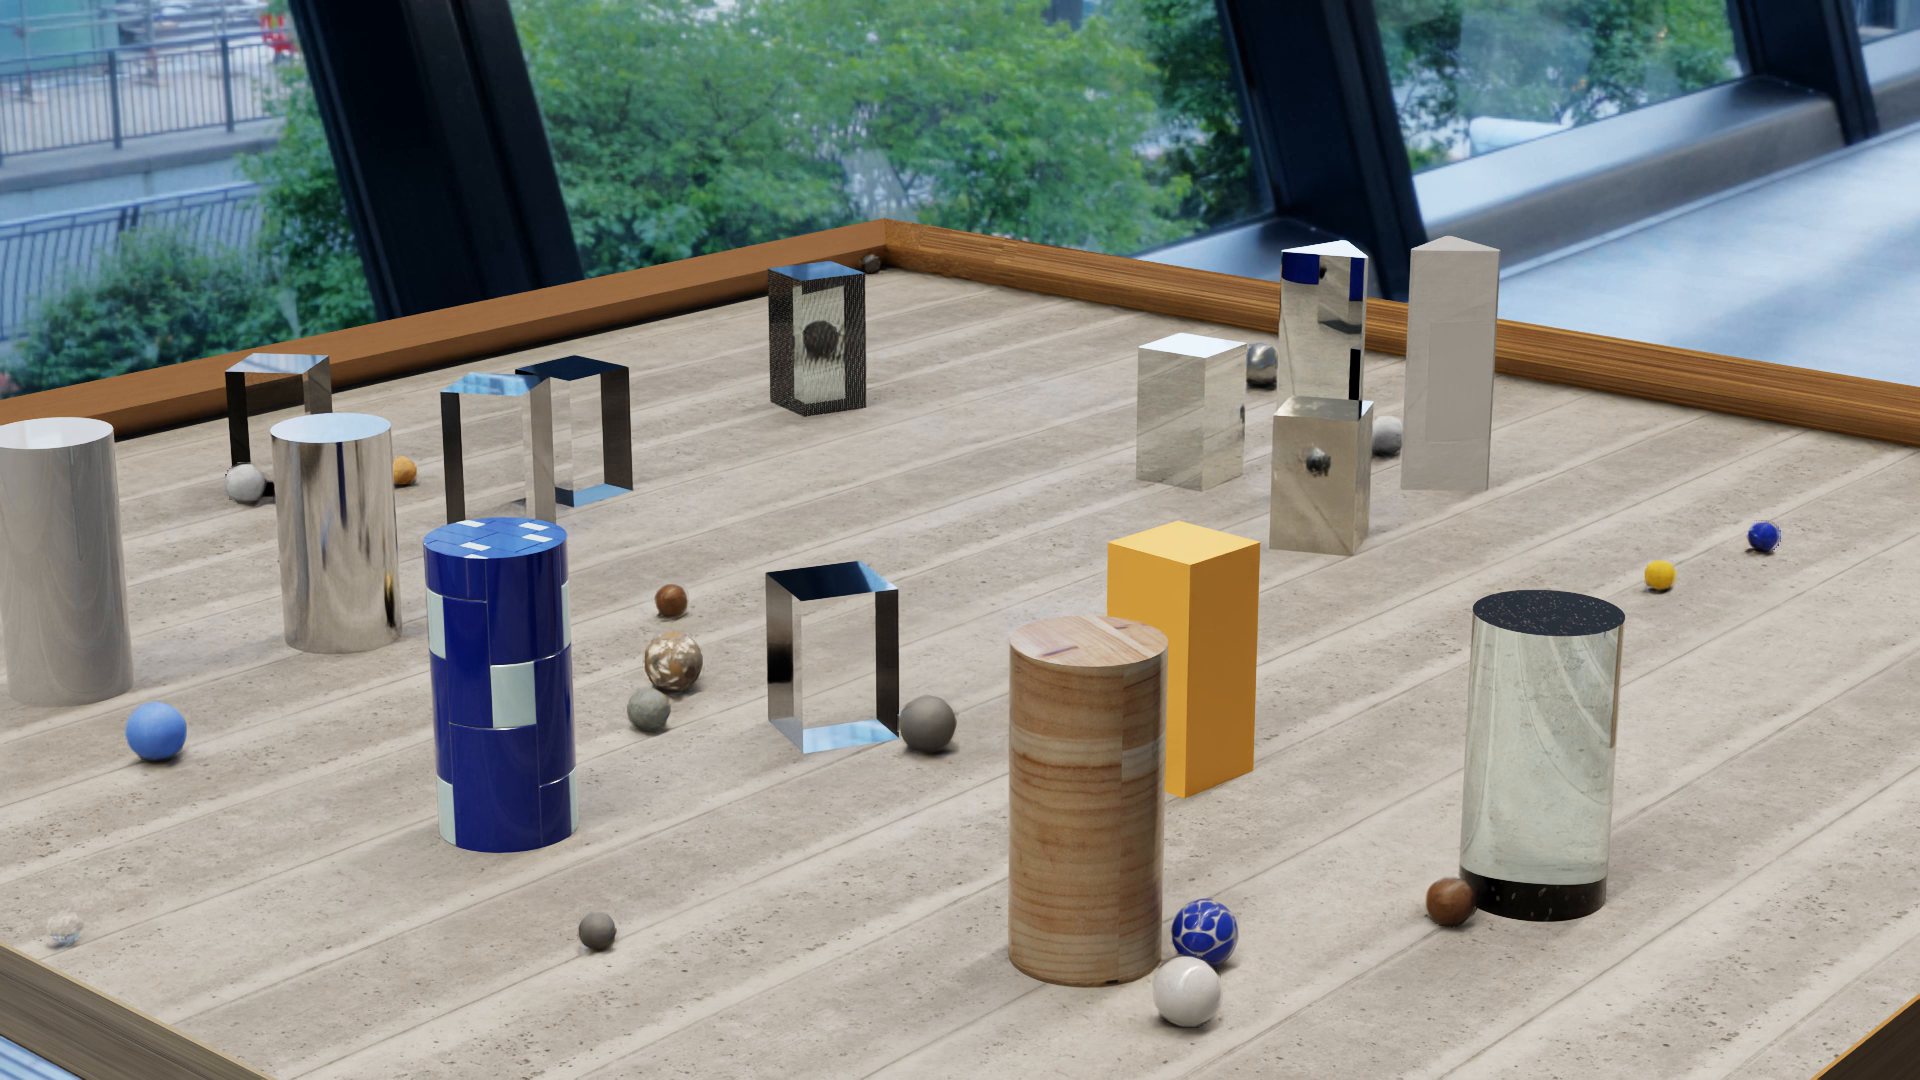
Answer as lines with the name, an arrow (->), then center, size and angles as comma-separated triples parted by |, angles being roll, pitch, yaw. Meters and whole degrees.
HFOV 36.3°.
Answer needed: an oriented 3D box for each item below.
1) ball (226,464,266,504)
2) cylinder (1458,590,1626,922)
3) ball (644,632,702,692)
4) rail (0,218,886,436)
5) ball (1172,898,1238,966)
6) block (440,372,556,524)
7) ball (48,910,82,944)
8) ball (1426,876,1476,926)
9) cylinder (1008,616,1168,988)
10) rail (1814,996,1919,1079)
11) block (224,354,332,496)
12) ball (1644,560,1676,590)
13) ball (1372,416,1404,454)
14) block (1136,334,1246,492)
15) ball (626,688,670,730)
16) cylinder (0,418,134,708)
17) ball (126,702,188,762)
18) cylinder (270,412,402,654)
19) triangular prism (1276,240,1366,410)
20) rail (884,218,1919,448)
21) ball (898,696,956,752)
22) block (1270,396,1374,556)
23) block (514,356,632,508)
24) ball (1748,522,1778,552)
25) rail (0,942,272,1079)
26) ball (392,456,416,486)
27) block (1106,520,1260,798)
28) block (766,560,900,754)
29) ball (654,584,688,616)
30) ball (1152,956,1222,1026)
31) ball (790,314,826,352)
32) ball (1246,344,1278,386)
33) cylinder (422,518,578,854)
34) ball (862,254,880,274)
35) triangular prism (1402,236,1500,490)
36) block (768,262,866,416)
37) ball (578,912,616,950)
ball -> -1.382, -0.109, 5.676 | 0.076, 0.076, 0.076 | 0, 17, 0
cylinder -> 0.760, 0.281, 3.841 | 0.194, 0.391, 0.194 | 0, 17, 0
ball -> -0.454, 0.192, 4.647 | 0.094, 0.094, 0.094 | 0, 17, 0
rail -> -1.529, -0.352, 6.391 | 0.045, 0.126, 4.099 | 14, 22, 39
ball -> 0.307, 0.491, 3.672 | 0.084, 0.084, 0.084 | 0, 17, 0
block -> -0.852, -0.146, 5.426 | 0.155, 0.293, 0.155 | 3, 17, 11
ball -> -1.141, 0.493, 3.737 | 0.043, 0.043, 0.043 | 0, 17, 0
ball -> 0.634, 0.467, 3.790 | 0.064, 0.064, 0.064 | 0, 17, 0
cylinder -> 0.158, 0.324, 3.648 | 0.194, 0.419, 0.194 | 0, 17, 0
rail -> 1.529, 0.415, 3.850 | 0.045, 0.126, 4.099 | 14, 22, 39
block -> -1.333, -0.226, 5.764 | 0.155, 0.249, 0.155 | 2, 17, 7
ball -> 1.229, 0.061, 5.152 | 0.054, 0.054, 0.054 | 0, 17, 0
ball -> 0.878, -0.216, 6.026 | 0.079, 0.079, 0.079 | 0, 17, 0
block -> 0.459, -0.255, 5.825 | 0.155, 0.270, 0.155 | 12, 21, 35
ball -> -0.475, 0.258, 4.476 | 0.066, 0.066, 0.066 | 0, 17, 0
cylinder -> -1.416, 0.033, 4.613 | 0.194, 0.417, 0.194 | 0, 17, 0
ball -> -1.192, 0.285, 4.353 | 0.087, 0.087, 0.087 | 0, 17, 0
cylinder -> -1.032, -0.012, 4.863 | 0.194, 0.360, 0.194 | 0, 17, 0
triangular prism -> 0.721, -0.333, 5.717 | 0.168, 0.482, 0.146 | 7, 18, 22
rail -> 1.328, -0.410, 6.585 | 4.096, 0.126, 0.045 | 14, 22, 39
ball -> -0.049, 0.275, 4.386 | 0.086, 0.086, 0.086 | 0, 17, 0
block -> 0.666, -0.120, 5.403 | 0.155, 0.254, 0.155 | 5, 18, 17
block -> -0.753, -0.214, 5.723 | 0.155, 0.250, 0.155 | 14, 22, 38
ball -> 1.471, -0.006, 5.372 | 0.055, 0.055, 0.055 | 0, 17, 0
rail -> -1.328, 0.473, 3.656 | 4.096, 0.126, 0.045 | 14, 22, 39
ball -> -1.104, -0.137, 5.802 | 0.056, 0.056, 0.056 | 0, 17, 0
block -> 0.322, 0.172, 4.269 | 0.155, 0.352, 0.155 | 16, 23, 42
block -> -0.194, 0.176, 4.451 | 0.155, 0.239, 0.155 | -7, 18, -22
ball -> -0.493, 0.103, 5.010 | 0.056, 0.056, 0.056 | 0, 17, 0
ball -> 0.271, 0.541, 3.511 | 0.083, 0.083, 0.083 | 0, 17, 0
ball -> -0.358, -0.488, 6.918 | 0.085, 0.085, 0.085 | 0, 17, 0
ball -> 0.672, -0.394, 6.584 | 0.097, 0.097, 0.097 | 0, 17, 0
cylinder -> -0.633, 0.199, 4.055 | 0.194, 0.423, 0.194 | 0, 17, 0
ball -> -0.236, -0.732, 7.781 | 0.053, 0.053, 0.053 | 0, 17, 0
triangular prism -> 0.958, -0.349, 5.775 | 0.168, 0.479, 0.146 | 1, 17, 3
block -> -0.311, -0.440, 6.387 | 0.155, 0.299, 0.155 | -10, 19, -30
ball -> -0.461, 0.496, 3.721 | 0.048, 0.048, 0.048 | 0, 17, 0
